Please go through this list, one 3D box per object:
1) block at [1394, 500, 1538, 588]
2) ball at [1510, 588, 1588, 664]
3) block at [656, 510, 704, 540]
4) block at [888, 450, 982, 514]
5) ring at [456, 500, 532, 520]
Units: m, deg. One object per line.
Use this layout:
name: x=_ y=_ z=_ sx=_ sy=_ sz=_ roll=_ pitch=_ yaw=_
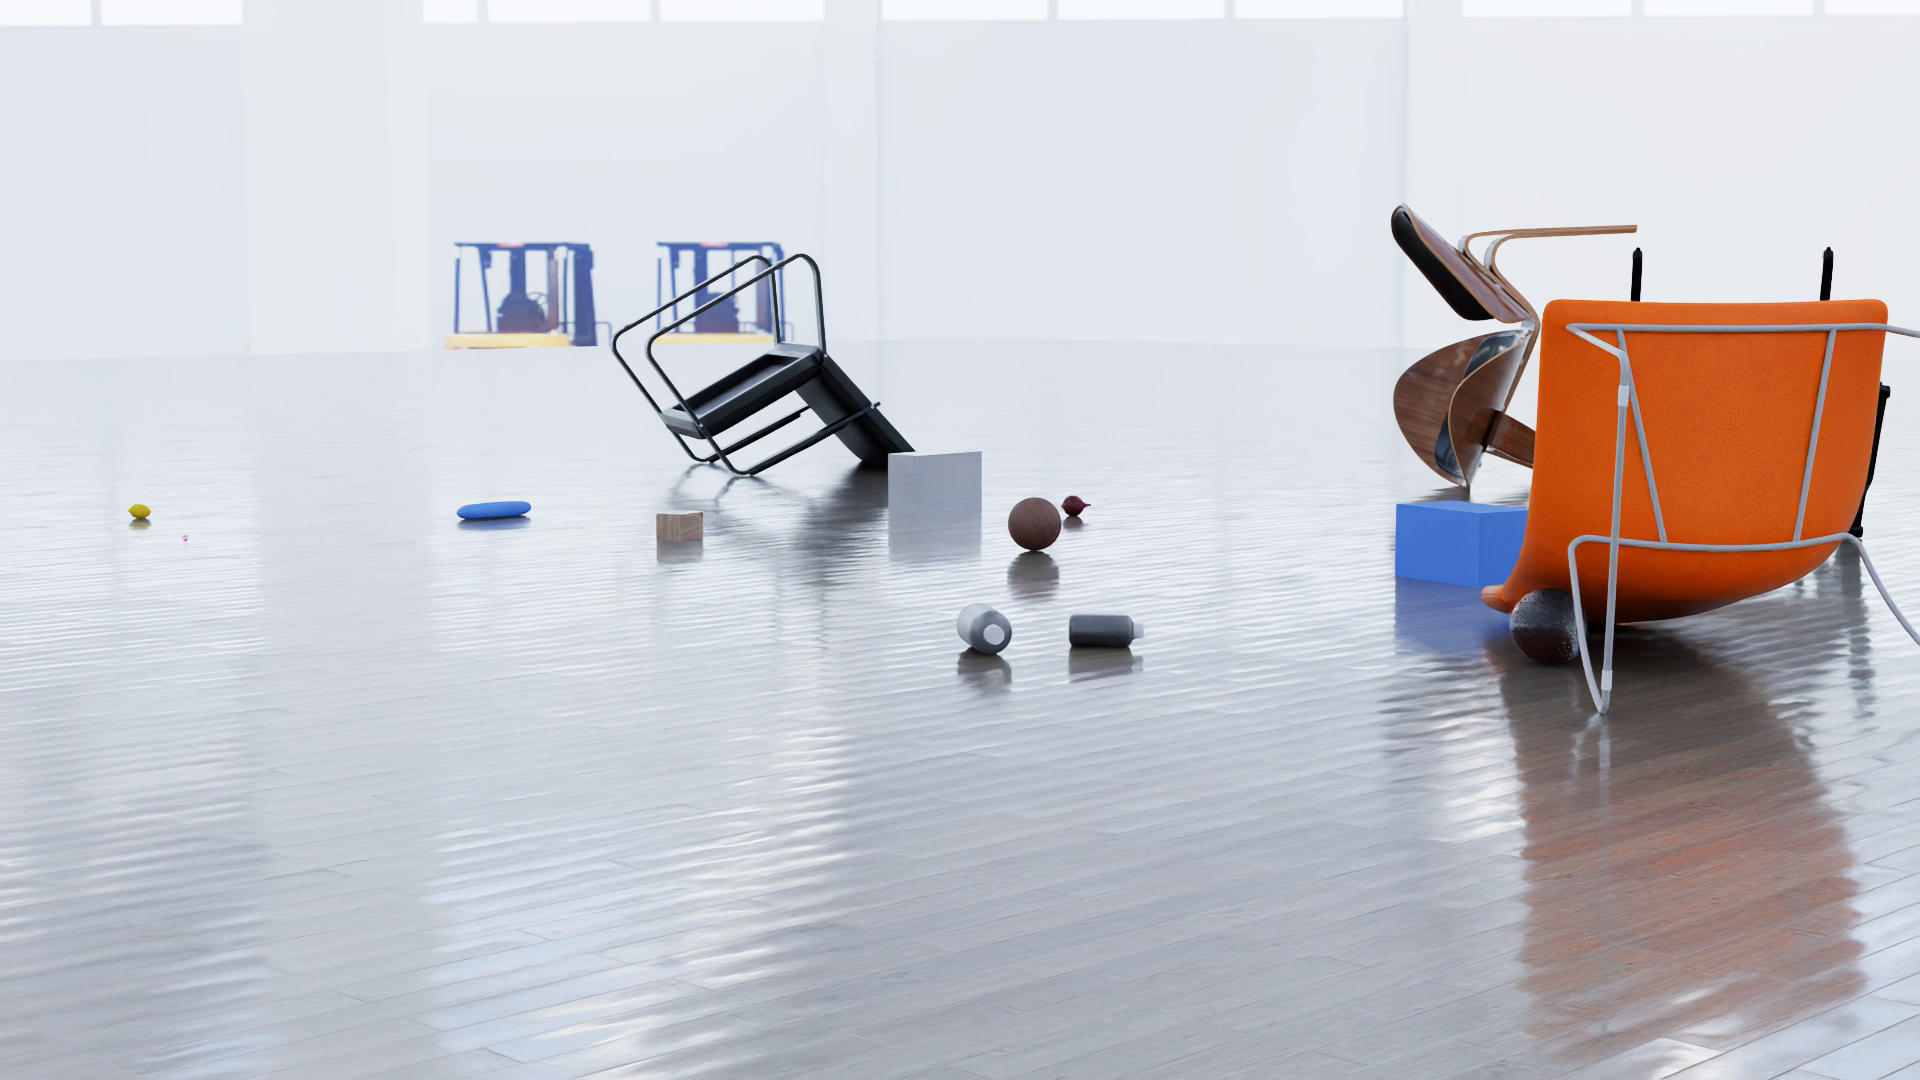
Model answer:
block: x=1.099 y=0.006 z=5.579 sx=0.166 sy=0.158 sz=0.265 roll=-4 pitch=7 yaw=-31
ball: x=1.001 y=0.146 z=4.360 sx=0.131 sy=0.131 sz=0.131 roll=0 pitch=6 yaw=0
block: x=-0.704 y=-0.037 z=6.447 sx=0.075 sy=0.066 sz=0.095 roll=3 pitch=7 yaw=30
block: x=-0.069 y=-0.167 z=7.253 sx=0.114 sy=0.161 sz=0.265 roll=5 pitch=8 yaw=42
ring: x=-1.275 y=-0.082 z=7.025 sx=0.086 sy=0.039 sz=0.242 roll=4 pitch=7 yaw=44
